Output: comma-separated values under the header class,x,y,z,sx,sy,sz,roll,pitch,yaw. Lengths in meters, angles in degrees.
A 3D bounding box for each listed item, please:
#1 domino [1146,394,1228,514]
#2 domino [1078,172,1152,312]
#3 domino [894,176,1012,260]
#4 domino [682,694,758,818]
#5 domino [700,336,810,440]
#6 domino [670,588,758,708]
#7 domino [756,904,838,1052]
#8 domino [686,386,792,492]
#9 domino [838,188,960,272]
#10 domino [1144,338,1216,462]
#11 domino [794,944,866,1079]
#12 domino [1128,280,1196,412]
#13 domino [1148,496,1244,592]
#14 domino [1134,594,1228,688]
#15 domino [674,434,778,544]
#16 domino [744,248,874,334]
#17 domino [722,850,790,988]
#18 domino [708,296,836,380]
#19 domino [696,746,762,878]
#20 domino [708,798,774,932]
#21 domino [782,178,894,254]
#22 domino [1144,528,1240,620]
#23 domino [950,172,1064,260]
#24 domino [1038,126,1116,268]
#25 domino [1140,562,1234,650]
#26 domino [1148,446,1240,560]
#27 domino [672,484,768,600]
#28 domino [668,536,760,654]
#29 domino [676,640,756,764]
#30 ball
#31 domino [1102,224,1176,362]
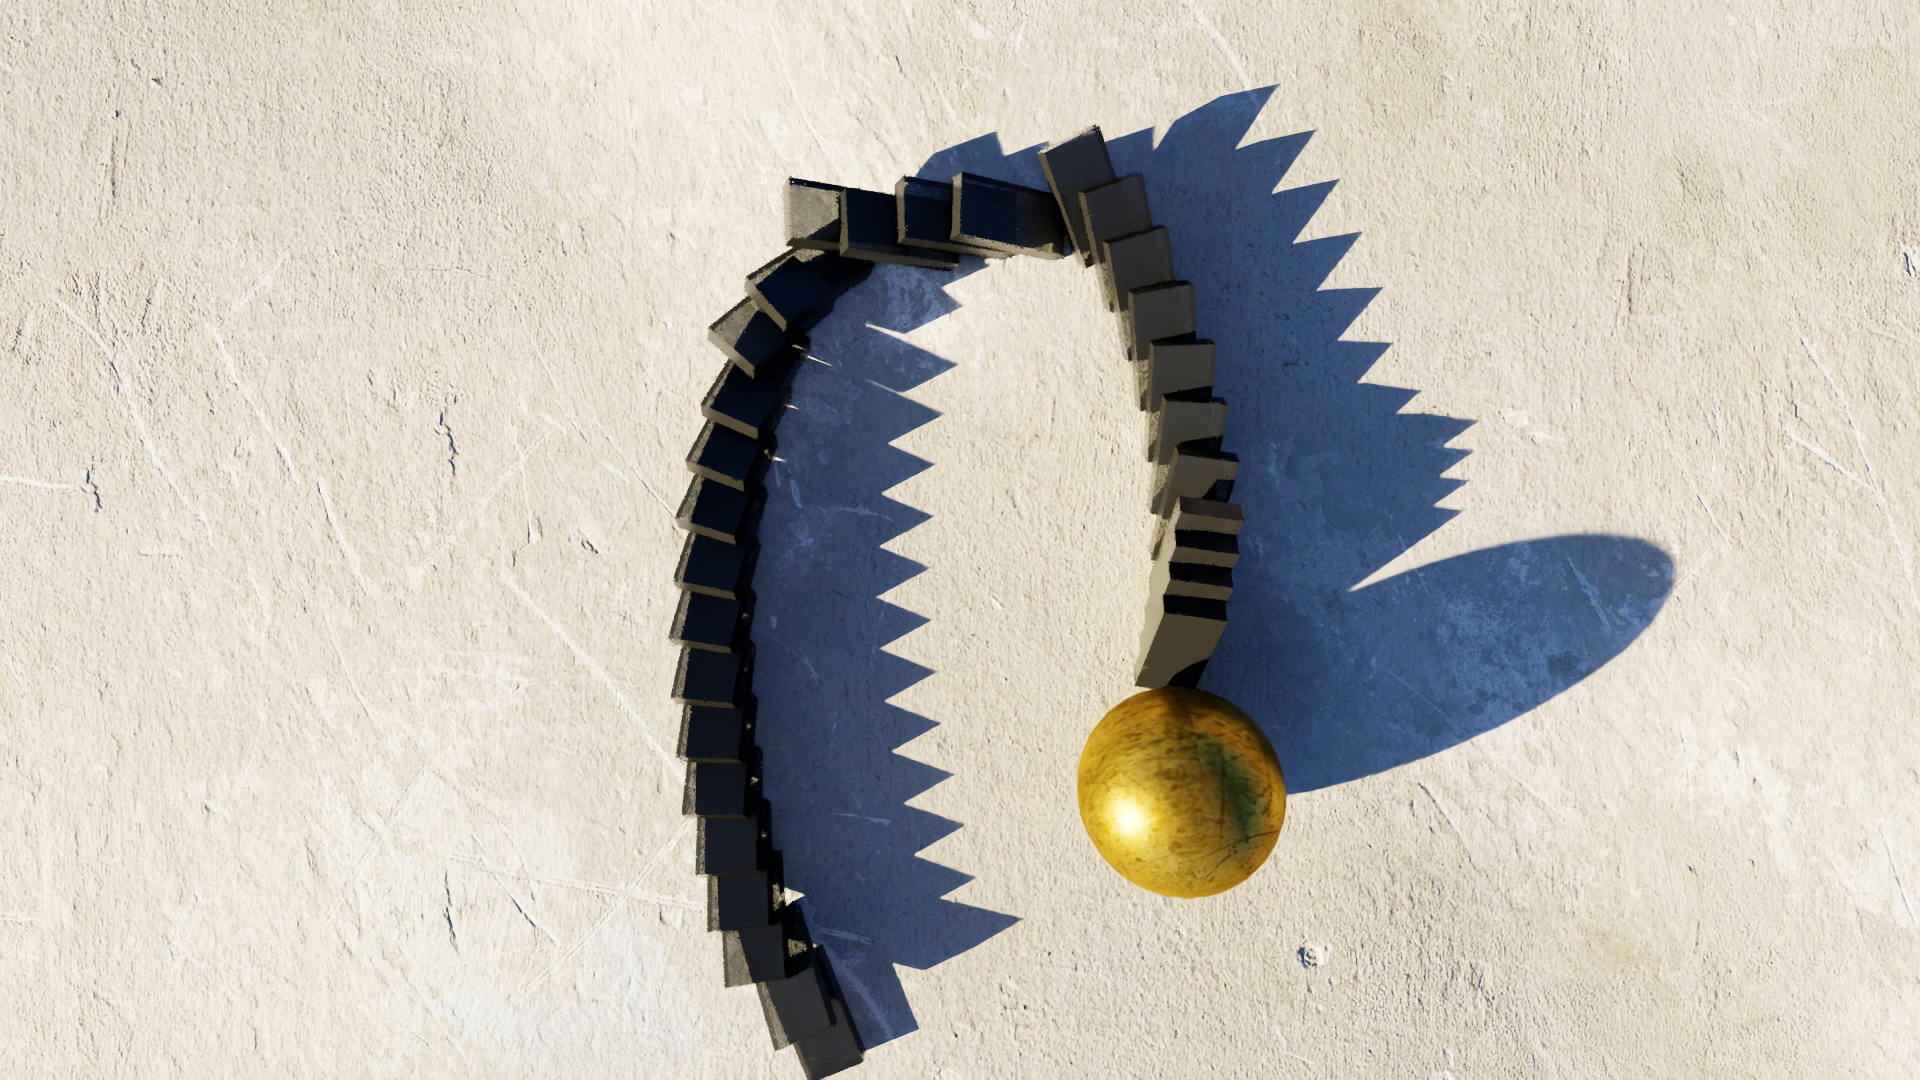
class,x,y,z,sx,sy,sz,roll,pitch,yaw
domino,0.095,-0.035,0.385,0.025,0.010,0.050,3,115,0
domino,0.068,-0.124,0.384,0.025,0.010,0.050,-19,116,-1
domino,-0.002,-0.134,0.384,0.050,0.009,0.025,-1,89,-27
domino,-0.100,0.090,0.385,0.025,0.010,0.050,-1,65,0
domino,-0.085,-0.069,0.385,0.025,0.009,0.050,23,64,0
domino,-0.103,0.044,0.385,0.025,0.010,0.050,5,65,0
domino,-0.072,0.183,0.385,0.025,0.009,0.050,-25,66,-1
domino,-0.092,-0.047,0.385,0.025,0.009,0.050,20,65,0
domino,-0.025,-0.129,0.383,0.050,0.010,0.025,-1,85,-27
domino,0.092,-0.058,0.385,0.025,0.009,0.050,-2,116,0
domino,-0.062,0.204,0.395,0.025,0.010,0.050,-22,90,0
domino,0.085,-0.081,0.385,0.025,0.009,0.050,-10,116,0
domino,0.097,0.005,0.379,0.025,0.050,0.010,8,46,0
domino,0.090,0.044,0.379,0.025,0.050,0.009,8,46,0
domino,-0.097,-0.025,0.385,0.025,0.009,0.050,17,65,0
domino,-0.063,-0.111,0.385,0.025,0.010,0.050,48,64,0
domino,-0.087,0.159,0.386,0.025,0.010,0.050,-10,66,0
domino,-0.079,-0.093,0.384,0.025,0.009,0.050,41,63,1
domino,-0.097,0.114,0.385,0.025,0.010,0.050,-5,65,0
domino,-0.092,0.136,0.385,0.025,0.010,0.050,-7,65,0
domino,-0.048,-0.134,0.383,0.050,0.009,0.025,-1,84,-27
domino,0.095,0.018,0.379,0.025,0.050,0.010,8,46,0
domino,0.020,-0.135,0.384,0.050,0.010,0.025,2,90,-27
domino,0.054,-0.143,0.384,0.025,0.009,0.050,-27,117,-2
domino,0.092,0.031,0.379,0.025,0.050,0.010,8,46,0
domino,0.097,-0.013,0.384,0.025,0.010,0.050,8,120,0
domino,-0.100,-0.002,0.385,0.025,0.010,0.050,11,65,0
domino,-0.102,0.021,0.385,0.025,0.009,0.050,9,65,0
domino,-0.102,0.067,0.385,0.025,0.010,0.050,1,65,0
ball,0.086,0.098,0.360,0.080,0.080,0.080,0,90,0
domino,0.077,-0.103,0.385,0.025,0.009,0.050,-16,116,0
